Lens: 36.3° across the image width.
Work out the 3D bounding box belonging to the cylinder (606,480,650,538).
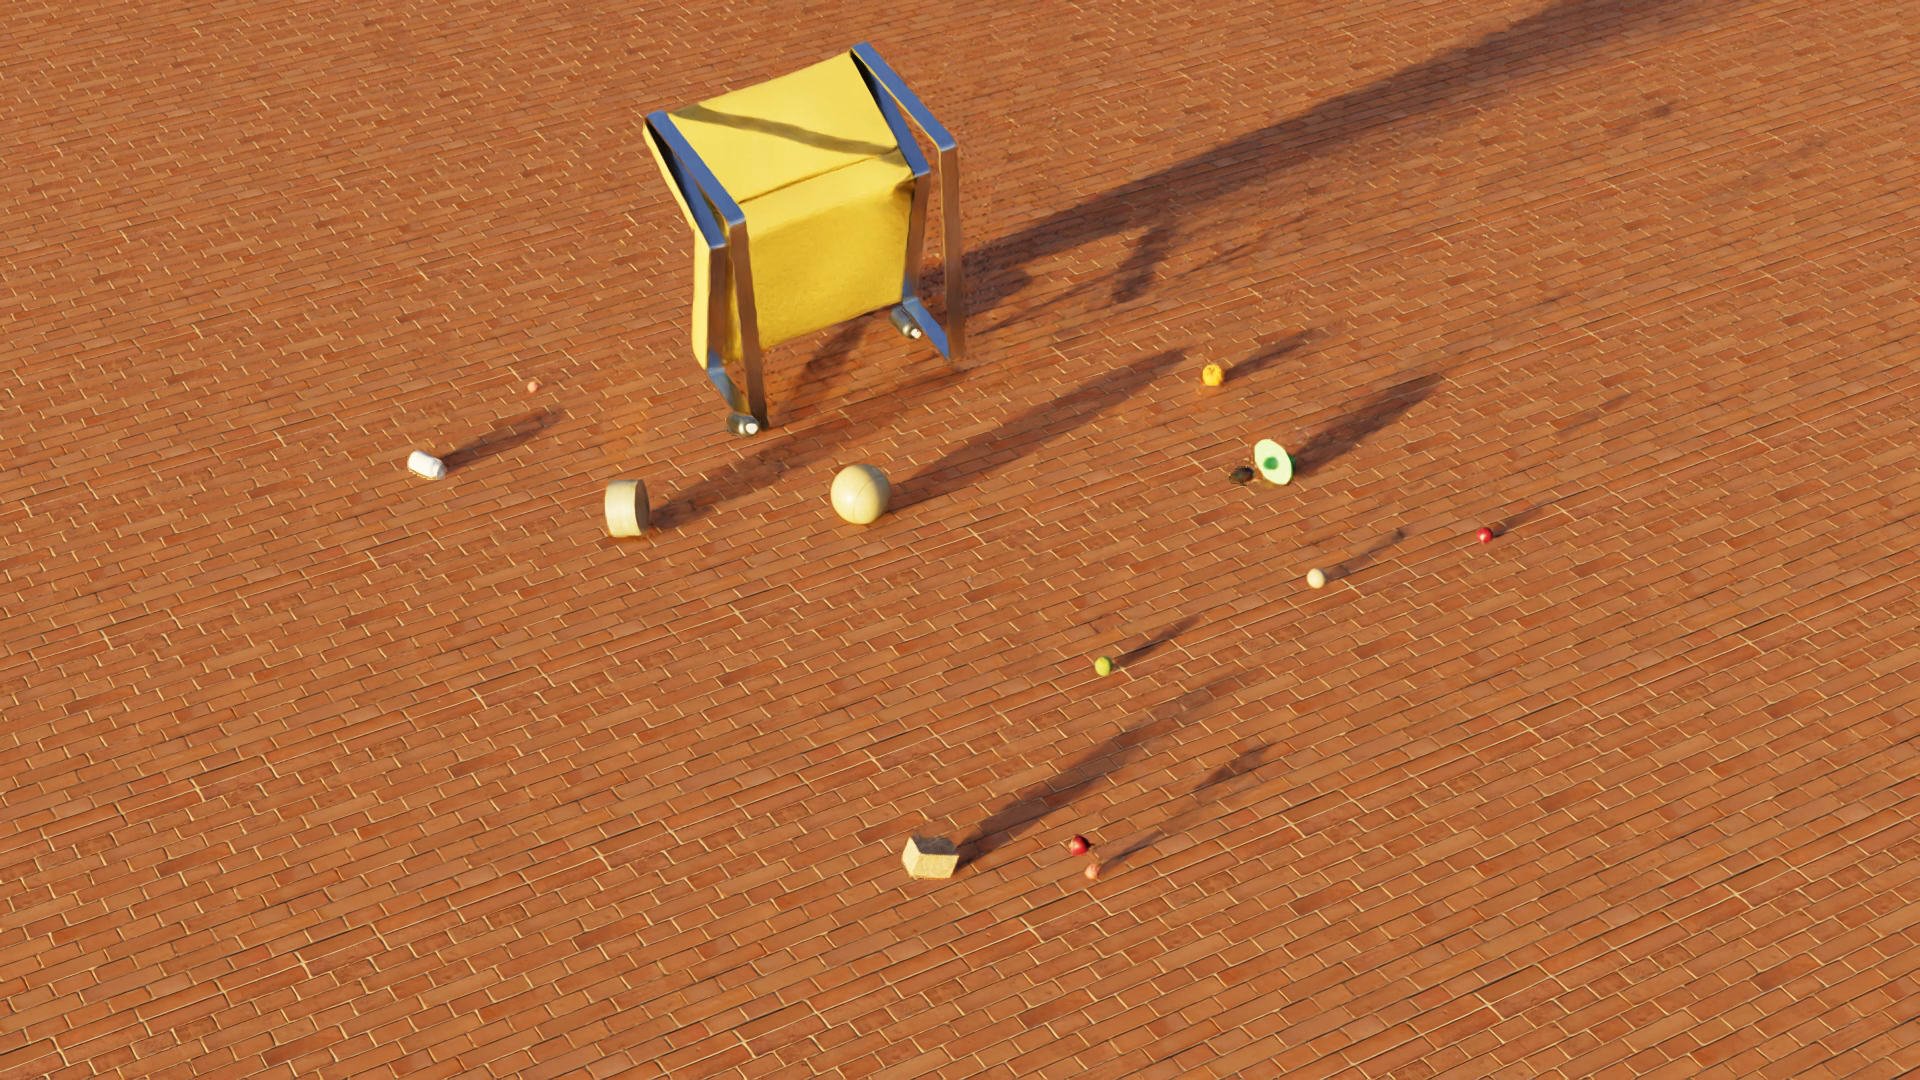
[{"bbox_3d":[-1.237,-0.118,10.921,0.109,0.210,0.201,-4,17,10],"label":"cylinder"}]

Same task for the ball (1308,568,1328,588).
[{"bbox_3d":[1.301,0.138,10.668,0.074,0.074,0.074,0,33,0],"label":"ball"}]

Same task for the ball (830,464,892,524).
[{"bbox_3d":[-0.370,-0.173,10.998,0.230,0.230,0.230,0,33,0],"label":"ball"}]

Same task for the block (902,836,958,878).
[{"bbox_3d":[-0.094,1.005,9.300,0.139,0.088,0.091,5,31,-27],"label":"block"}]

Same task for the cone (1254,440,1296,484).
[{"bbox_3d":[1.256,-0.306,11.347,0.174,0.131,0.197,-5,53,-53],"label":"cone"}]
